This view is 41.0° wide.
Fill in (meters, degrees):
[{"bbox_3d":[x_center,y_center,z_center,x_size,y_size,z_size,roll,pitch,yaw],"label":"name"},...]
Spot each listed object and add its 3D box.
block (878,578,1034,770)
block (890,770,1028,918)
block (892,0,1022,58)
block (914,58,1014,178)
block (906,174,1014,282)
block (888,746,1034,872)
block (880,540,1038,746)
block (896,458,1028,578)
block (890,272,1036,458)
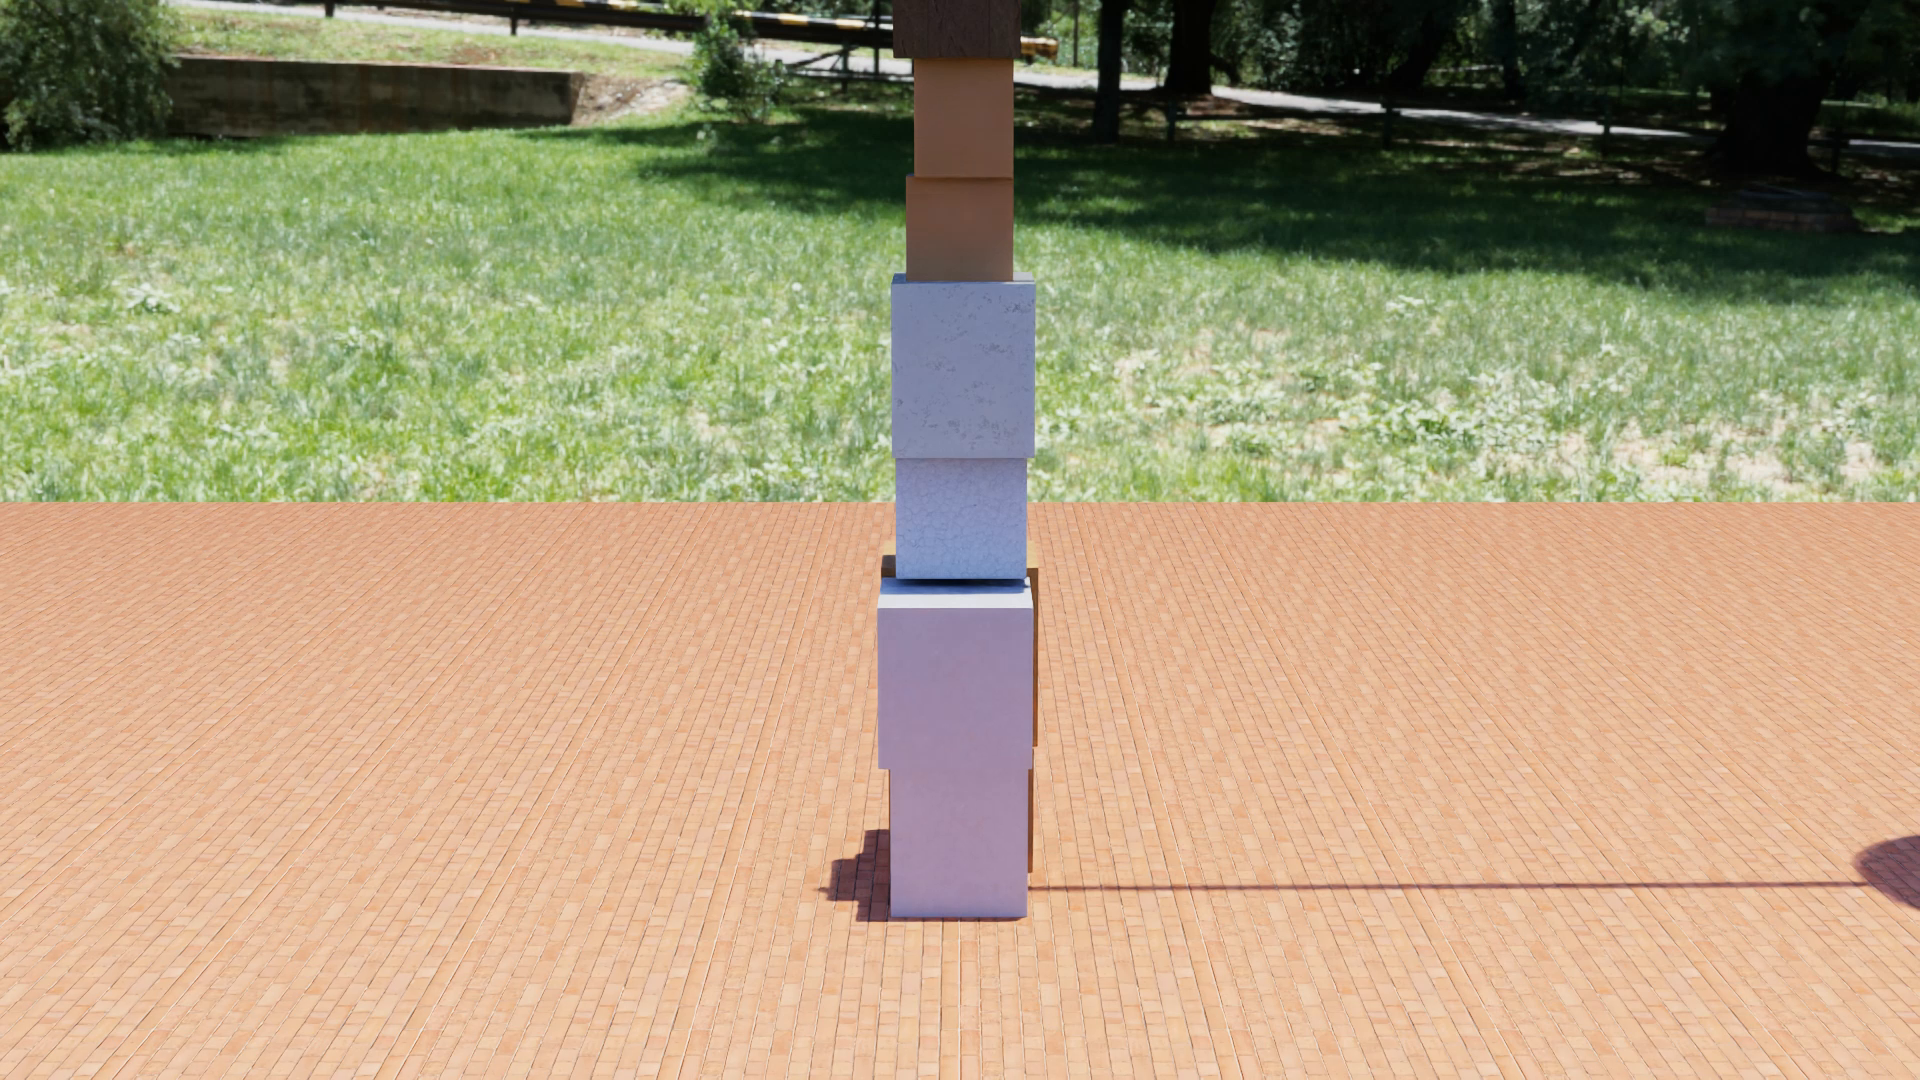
[{"bbox_3d":[-0.020,0.559,10.944,0.644,0.686,0.658,0,10,0],"label":"block"},{"bbox_3d":[-0.003,1.217,11.054,0.575,0.650,0.601,0,10,0],"label":"block"},{"bbox_3d":[-0.012,-2.338,10.754,0.524,0.627,0.591,0,10,0],"label":"block"},{"bbox_3d":[0.016,-1.790,10.854,0.410,0.487,0.480,0,10,0],"label":"block"},{"bbox_3d":[-0.001,-1.336,10.937,0.449,0.436,0.400,0,10,0],"label":"block"},{"bbox_3d":[0.005,1.141,11.698,0.641,0.570,0.674,0,10,0],"label":"block"},{"bbox_3d":[-0.001,0.459,11.603,0.690,0.806,0.655,0,10,0],"label":"block"},{"bbox_3d":[0.006,-0.141,11.155,0.559,0.535,0.488,0,10,0],"label":"block"},{"bbox_3d":[0.014,-0.763,11.041,0.601,0.729,0.669,0,10,0],"label":"block"}]
